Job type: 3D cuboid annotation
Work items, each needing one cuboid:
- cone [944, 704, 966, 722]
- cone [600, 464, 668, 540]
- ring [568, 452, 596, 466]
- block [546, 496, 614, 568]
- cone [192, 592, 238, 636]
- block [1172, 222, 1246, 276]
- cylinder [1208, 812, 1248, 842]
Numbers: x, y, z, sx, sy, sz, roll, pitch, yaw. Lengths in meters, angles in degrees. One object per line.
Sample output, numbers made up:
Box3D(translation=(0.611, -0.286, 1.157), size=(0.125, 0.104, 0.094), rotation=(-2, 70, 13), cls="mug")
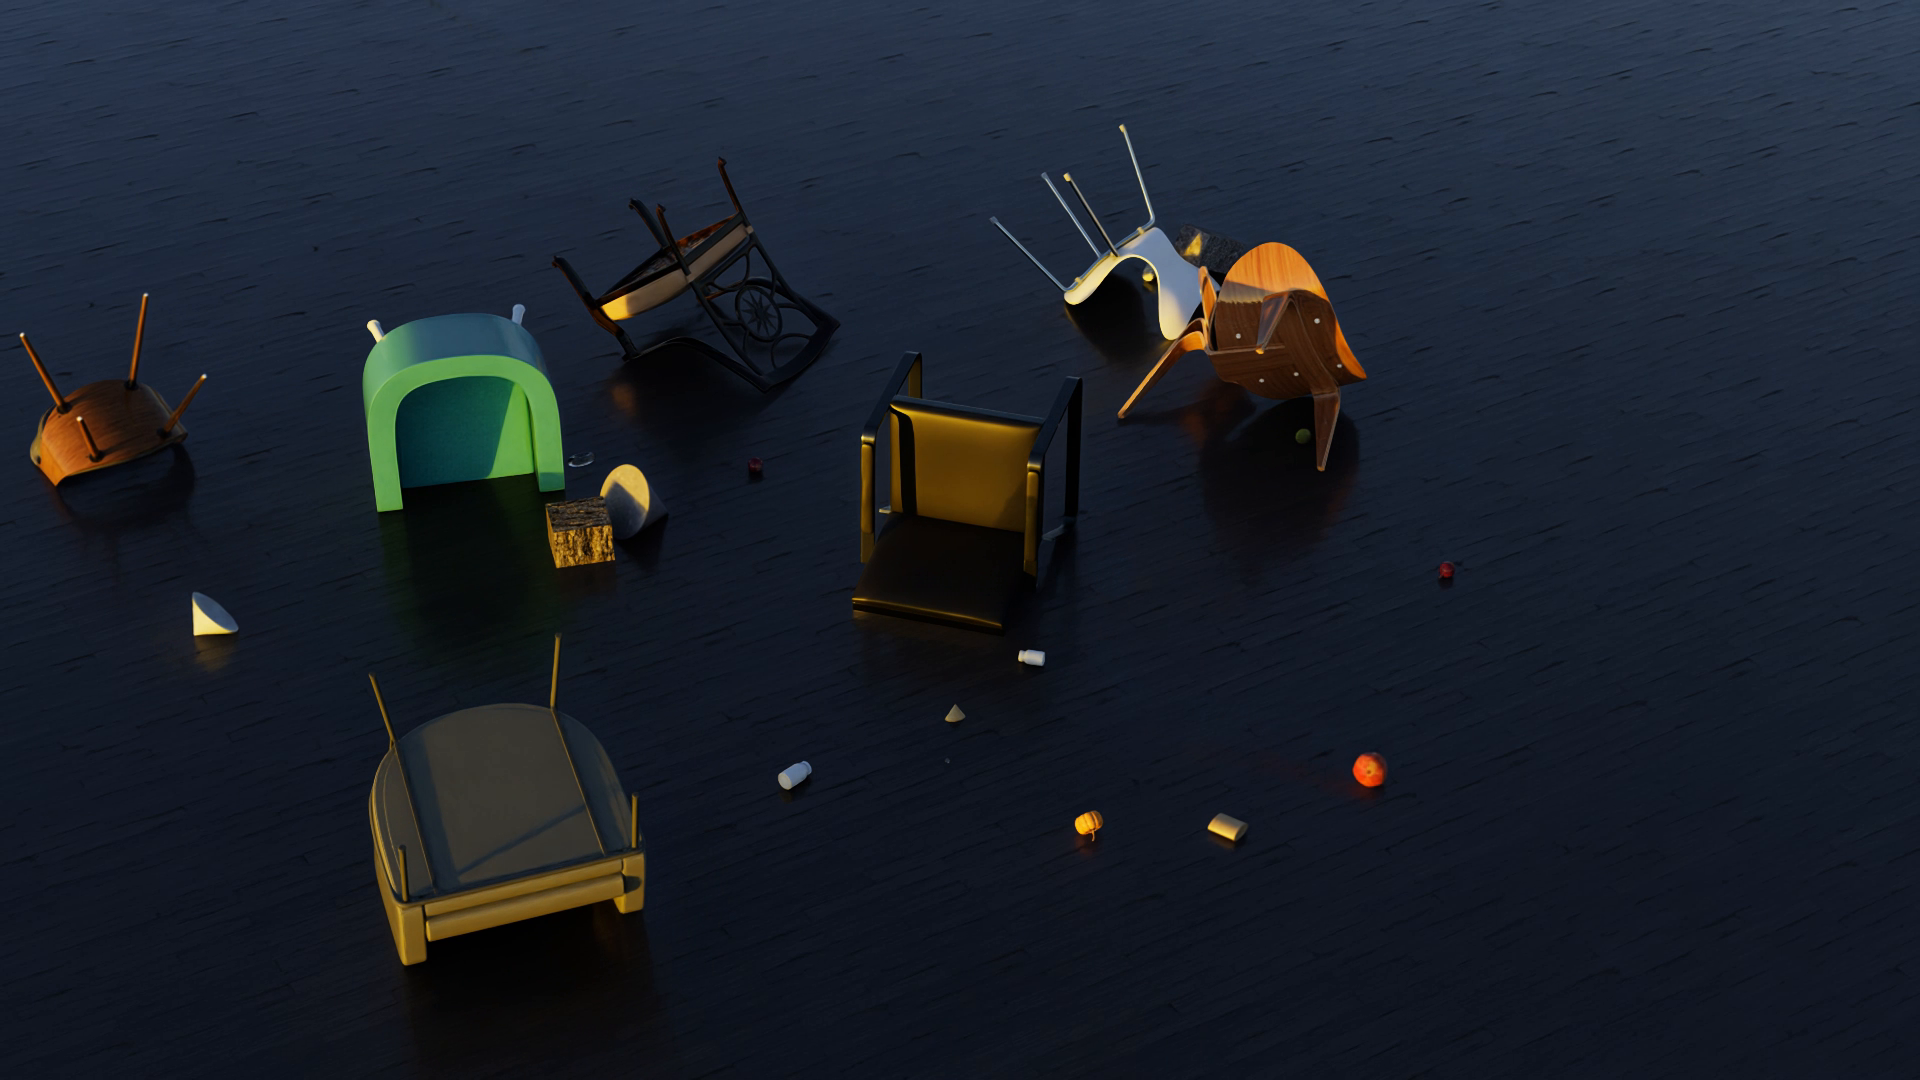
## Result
Box3D(translation=(-0.016, 0.583, 10.006), size=(0.074, 0.060, 0.042), rotation=(-10, 35, -15), cls="cone")
Box3D(translation=(-1.178, -0.123, 11.025), size=(0.219, 0.273, 0.314), rotation=(14, 25, -44), cls="cone")
Box3D(translation=(-1.468, -0.313, 11.385), size=(0.113, 0.039, 0.049), rotation=(-15, 33, -20), cls="ring")
Box3D(translation=(-1.406, -0.030, 10.849), size=(0.216, 0.155, 0.204), rotation=(-8, 34, -12), cls="block")
Box3D(translation=(-2.685, 0.298, 10.422), size=(0.117, 0.208, 0.193), rotation=(-45, 29, 8), cls="cone")
Box3D(translation=(1.068, -1.252, 12.618), size=(0.162, 0.146, 0.255), rotation=(32, 17, 38), cls="block")
Box3D(translation=(0.869, 0.929, 9.496), size=(0.098, 0.042, 0.091), rotation=(29, 35, 19), cls="cylinder")
